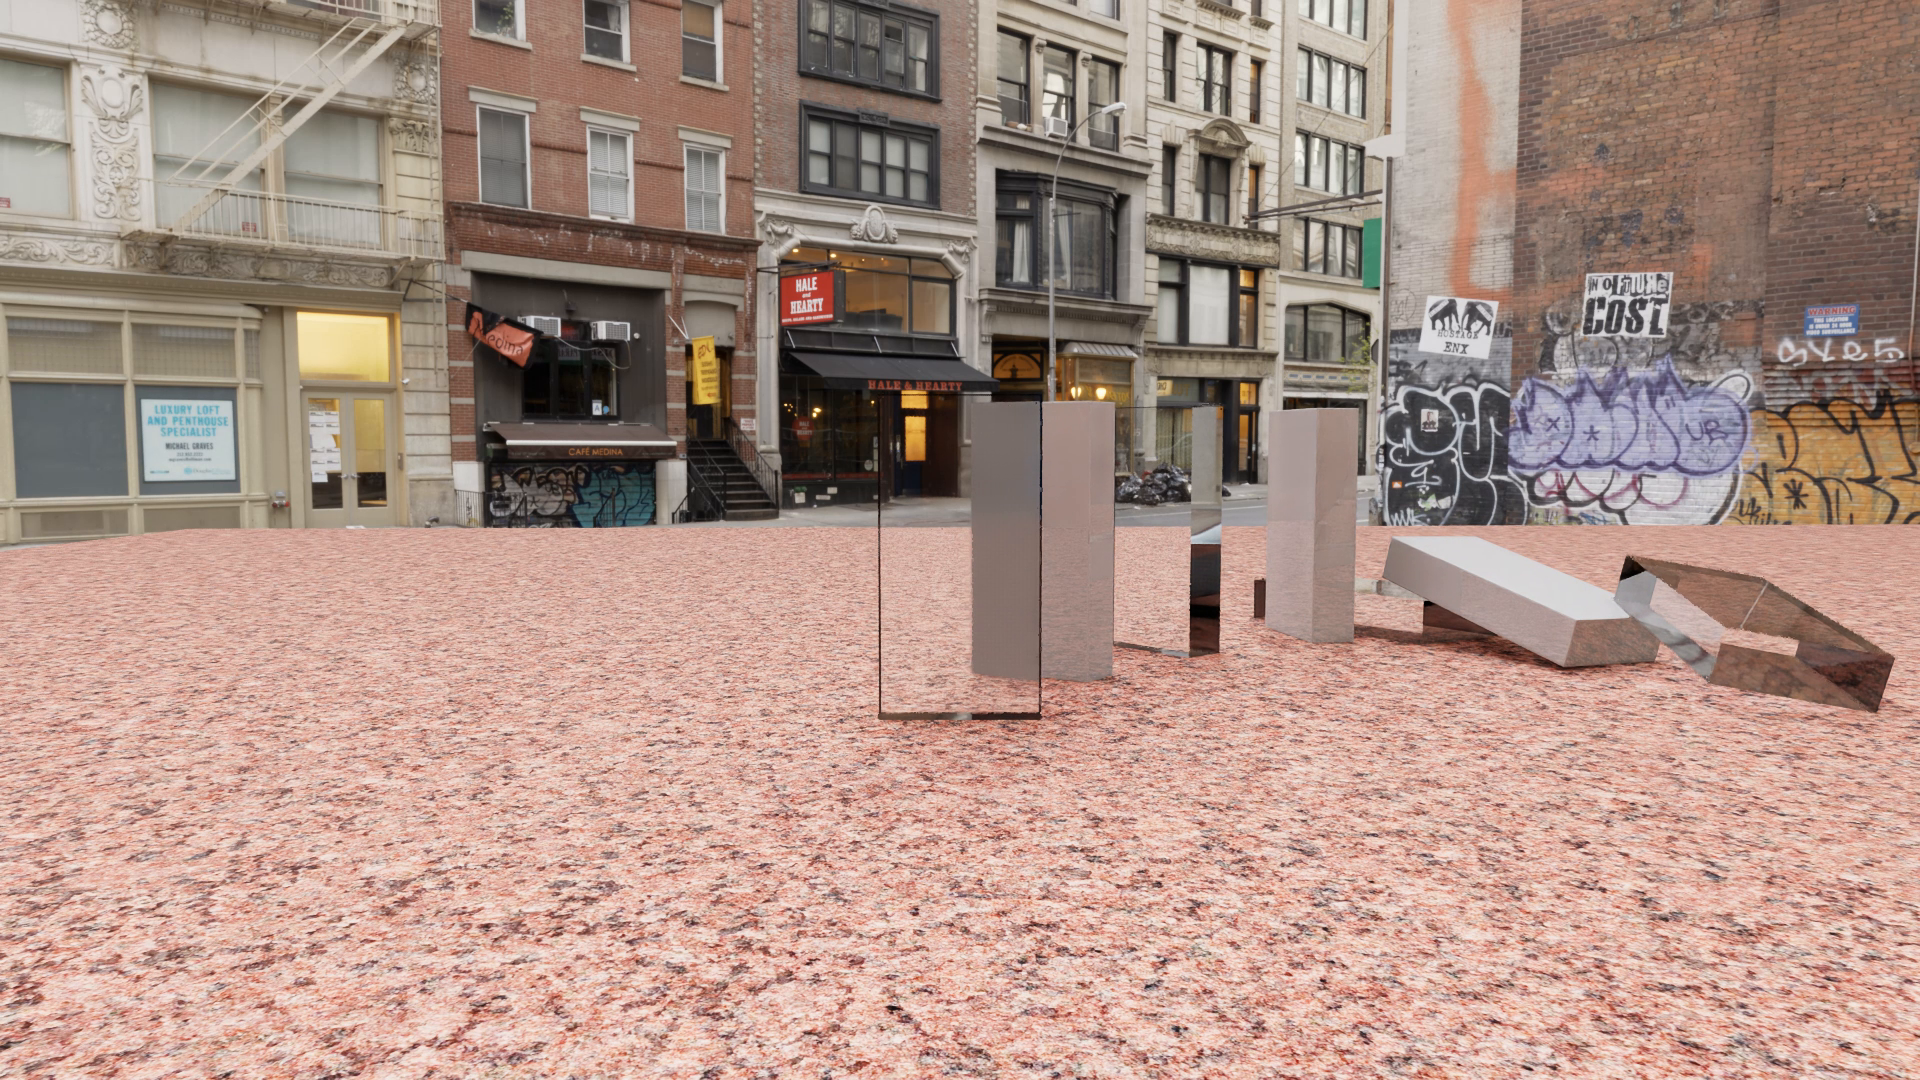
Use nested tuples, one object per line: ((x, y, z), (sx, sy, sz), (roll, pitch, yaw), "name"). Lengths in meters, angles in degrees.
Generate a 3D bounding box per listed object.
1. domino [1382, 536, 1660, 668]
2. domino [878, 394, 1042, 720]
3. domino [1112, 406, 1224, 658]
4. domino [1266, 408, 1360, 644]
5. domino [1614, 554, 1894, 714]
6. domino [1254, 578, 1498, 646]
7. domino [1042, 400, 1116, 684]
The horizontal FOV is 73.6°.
((0.115, 0.012, 0.266), (0.025, 0.010, 0.050), (0, 18, -25), "domino")
((0.000, 0.002, 0.201), (0.025, 0.050, 0.009), (0, 4, 0), "domino")
((0.041, -0.002, 0.266), (0.010, 0.050, 0.025), (-4, 6, -40), "domino")
((0.078, -0.004, 0.285), (0.009, 0.050, 0.025), (-1, 4, -9), "domino")
((0.138, 0.015, 0.227), (0.025, 0.009, 0.050), (10, 15, 8), "domino")
((0.095, 0.015, 0.299), (0.025, 0.010, 0.050), (-3, 5, -31), "domino")
((0.015, 0.000, 0.237), (0.025, 0.050, 0.009), (3, 5, 34), "domino")
